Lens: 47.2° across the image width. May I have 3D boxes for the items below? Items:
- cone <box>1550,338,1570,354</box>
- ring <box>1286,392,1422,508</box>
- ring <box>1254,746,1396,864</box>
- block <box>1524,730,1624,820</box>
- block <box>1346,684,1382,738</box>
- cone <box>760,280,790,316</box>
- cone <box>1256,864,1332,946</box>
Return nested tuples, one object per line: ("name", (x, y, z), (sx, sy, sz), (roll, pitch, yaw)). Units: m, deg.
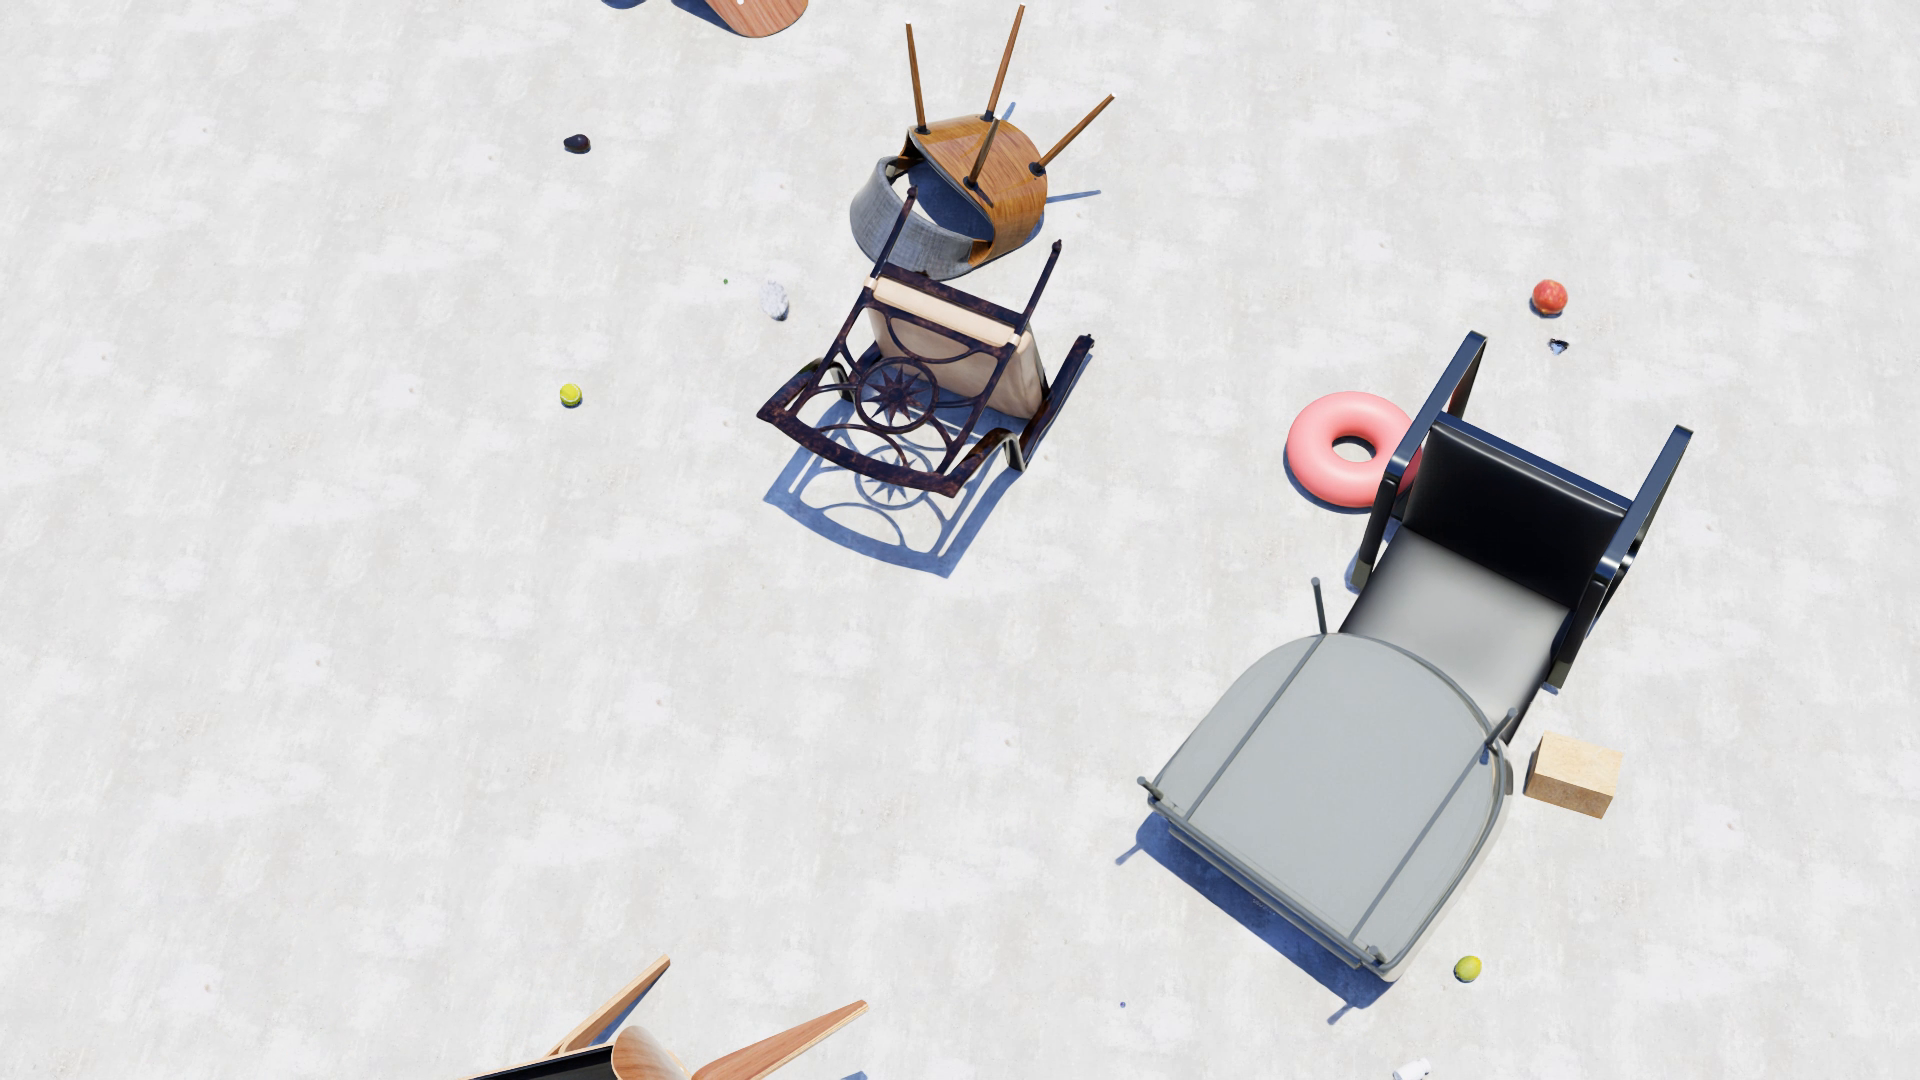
("cone", (1.893, -0.606, 6.967), (0.068, 0.050, 0.047), (19, 87, 10))
("ring", (1.196, -0.277, 6.676), (0.413, 0.142, 0.399), (-20, 60, -14))
("ring", (1.000, 0.722, 6.017), (0.419, 0.122, 0.314), (-29, 60, -17))
("block", (1.689, 0.646, 6.057), (0.216, 0.138, 0.141), (17, 58, 11))
("block", (1.139, 0.483, 6.194), (0.069, 0.094, 0.111), (14, 57, 9))
("cone", (-0.574, -0.771, 7.065), (0.070, 0.108, 0.149), (5, 26, -46))
("cone", (0.918, 0.997, 5.868), (0.224, 0.119, 0.176), (49, 44, 9))
